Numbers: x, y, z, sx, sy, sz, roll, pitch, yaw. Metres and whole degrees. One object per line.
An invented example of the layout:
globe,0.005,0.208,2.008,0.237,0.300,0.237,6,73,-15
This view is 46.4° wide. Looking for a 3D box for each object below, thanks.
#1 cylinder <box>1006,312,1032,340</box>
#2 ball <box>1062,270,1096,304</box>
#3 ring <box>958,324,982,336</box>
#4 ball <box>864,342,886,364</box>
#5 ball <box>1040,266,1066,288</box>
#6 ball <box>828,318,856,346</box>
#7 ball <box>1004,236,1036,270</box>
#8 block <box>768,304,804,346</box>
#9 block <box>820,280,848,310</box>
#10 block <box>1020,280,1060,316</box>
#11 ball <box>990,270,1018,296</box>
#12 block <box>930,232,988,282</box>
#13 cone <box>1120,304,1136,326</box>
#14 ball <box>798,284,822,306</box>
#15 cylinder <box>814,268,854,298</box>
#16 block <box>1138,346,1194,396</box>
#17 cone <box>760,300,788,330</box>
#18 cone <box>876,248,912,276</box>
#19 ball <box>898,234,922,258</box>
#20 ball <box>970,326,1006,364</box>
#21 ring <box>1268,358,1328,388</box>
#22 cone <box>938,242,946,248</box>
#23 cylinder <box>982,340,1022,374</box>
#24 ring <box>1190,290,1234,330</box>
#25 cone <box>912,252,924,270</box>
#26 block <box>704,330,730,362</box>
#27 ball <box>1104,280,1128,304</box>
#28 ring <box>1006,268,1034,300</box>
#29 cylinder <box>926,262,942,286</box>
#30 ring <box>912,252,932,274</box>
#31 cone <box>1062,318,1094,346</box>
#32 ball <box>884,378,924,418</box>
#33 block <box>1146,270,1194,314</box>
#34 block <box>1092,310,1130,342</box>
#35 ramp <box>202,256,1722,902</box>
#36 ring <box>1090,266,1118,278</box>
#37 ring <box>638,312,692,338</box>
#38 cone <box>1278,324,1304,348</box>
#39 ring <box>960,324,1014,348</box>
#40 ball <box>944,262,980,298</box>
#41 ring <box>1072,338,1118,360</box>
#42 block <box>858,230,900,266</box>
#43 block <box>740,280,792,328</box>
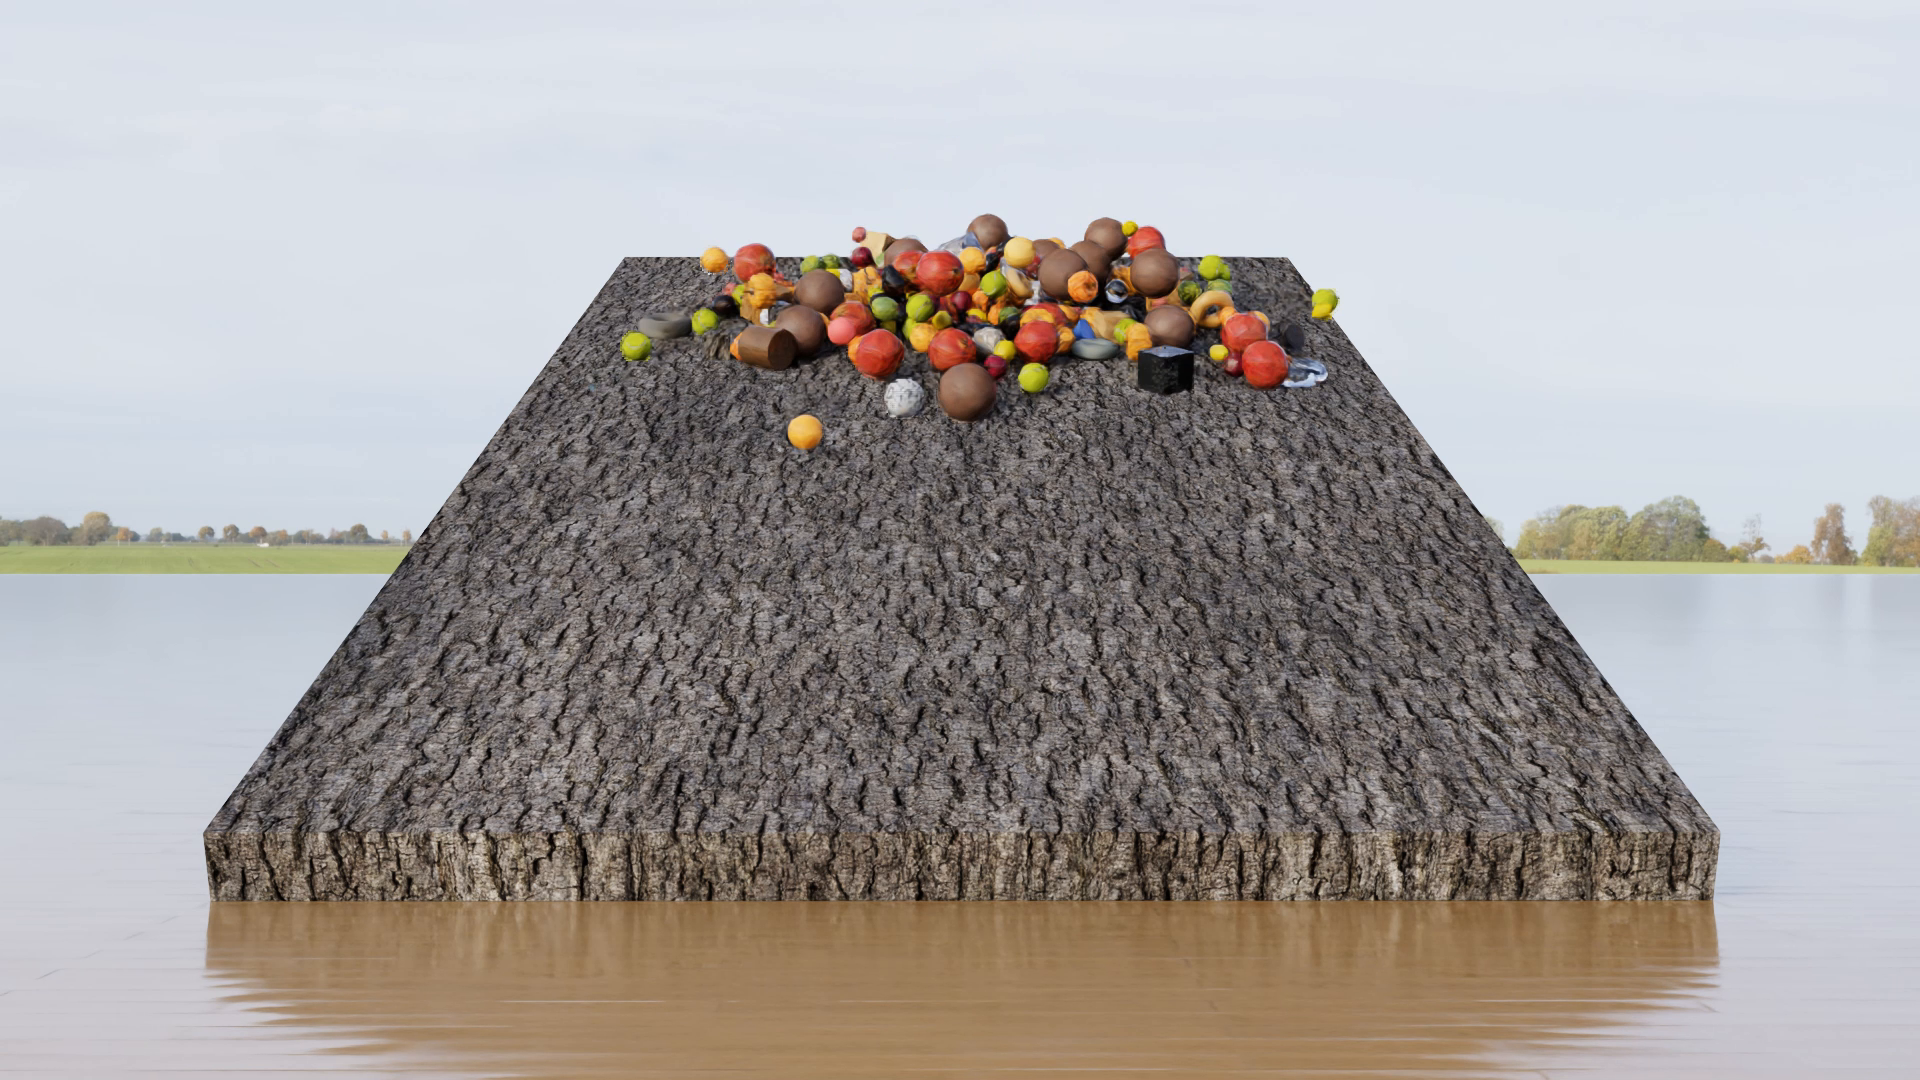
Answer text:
cylinder,0.149,-0.544,5.704,0.059,0.059,0.059,0,18,13
ball,0.309,-0.658,5.823,0.086,0.086,0.086,0,-1,0
ring,0.031,-0.536,5.733,0.078,0.026,0.078,-1,20,0
ball,-0.206,-0.457,5.445,0.053,0.053,0.053,0,-1,0
ball,0.260,-0.730,6.258,0.070,0.070,0.070,0,-1,0
ball,-0.286,-0.502,5.380,0.067,0.067,0.067,0,-1,0
ball,0.159,-0.763,5.947,0.086,0.086,0.086,0,-1,0
block,-0.438,-0.545,5.661,0.079,0.079,0.079,-4,25,-13
block,-0.332,-0.644,5.896,0.051,0.051,0.051,14,23,-21
block,0.214,-0.652,6.009,0.076,0.076,0.076,-13,22,-35
ball,0.127,-0.707,6.223,0.089,0.089,0.089,0,-1,0
block,-0.002,-0.760,6.044,0.098,0.098,0.098,-20,13,30
cone,0.422,-0.581,5.872,0.057,0.057,0.057,-20,-12,34
ball,-0.407,-0.664,6.063,0.063,0.063,0.063,0,-1,0
cylinder,-0.349,-0.703,6.155,0.080,0.080,0.080,-11,5,-32
block,0.477,-0.395,5.196,0.090,0.090,0.090,-13,22,-35
cone,-0.466,-0.591,5.724,0.096,0.096,0.096,0,-21,-2
cone,-0.199,-0.793,6.431,0.097,0.097,0.097,-15,4,-16
ball,-0.140,-0.825,6.294,0.067,0.067,0.067,0,-1,0
ball,0.071,-0.470,5.424,0.092,0.092,0.092,0,-1,0
ring,0.795,-0.394,5.267,0.139,0.046,0.139,1,19,0
cone,-0.052,-0.832,6.627,0.078,0.078,0.078,0,-11,-27
cylinder,0.101,-0.427,5.404,0.099,0.099,0.099,-3,-4,0
ring,0.650,-0.593,5.774,0.117,0.117,0.039,0,41,-18
cone,-0.097,-0.801,6.540,0.065,0.065,0.065,26,-4,-7
block,-0.597,-0.478,5.490,0.064,0.064,0.064,-2,18,-5
ball,0.398,-0.633,5.694,0.060,0.060,0.060,0,-1,0
ring,0.155,-0.661,5.781,0.031,0.094,0.094,-36,-15,20
cylinder,-0.052,-0.747,6.211,0.062,0.062,0.062,-18,-4,11
ring,-0.094,-0.796,6.471,0.101,0.034,0.101,22,27,-12
cone,0.288,-0.506,5.629,0.077,0.077,0.077,-21,-11,27
ball,-0.123,-0.314,4.952,0.088,0.088,0.088,0,-1,0
block,0.566,-0.670,6.032,0.096,0.096,0.096,8,20,24
block,0.384,-0.543,5.682,0.068,0.068,0.068,-3,21,-23
ramp,-0.004,-0.187,4.864,2.000,0.100,4.000,0,18,0
ring,0.401,-0.744,6.222,0.080,0.027,0.080,-5,0,0
ring,-0.756,-0.549,5.737,0.139,0.046,0.139,1,18,0
cone,0.820,-0.502,5.626,0.065,0.065,0.065,1,-13,-38
ring,0.068,-0.506,5.608,0.139,0.046,0.139,1,19,0
ball,0.006,-0.686,5.907,0.096,0.096,0.096,0,-1,0
ring,0.331,-0.469,5.510,0.115,0.038,0.115,1,17,0
block,-0.238,-0.857,6.586,0.079,0.079,0.079,12,-6,32
block,-0.507,-0.618,5.849,0.090,0.090,0.090,29,31,30
